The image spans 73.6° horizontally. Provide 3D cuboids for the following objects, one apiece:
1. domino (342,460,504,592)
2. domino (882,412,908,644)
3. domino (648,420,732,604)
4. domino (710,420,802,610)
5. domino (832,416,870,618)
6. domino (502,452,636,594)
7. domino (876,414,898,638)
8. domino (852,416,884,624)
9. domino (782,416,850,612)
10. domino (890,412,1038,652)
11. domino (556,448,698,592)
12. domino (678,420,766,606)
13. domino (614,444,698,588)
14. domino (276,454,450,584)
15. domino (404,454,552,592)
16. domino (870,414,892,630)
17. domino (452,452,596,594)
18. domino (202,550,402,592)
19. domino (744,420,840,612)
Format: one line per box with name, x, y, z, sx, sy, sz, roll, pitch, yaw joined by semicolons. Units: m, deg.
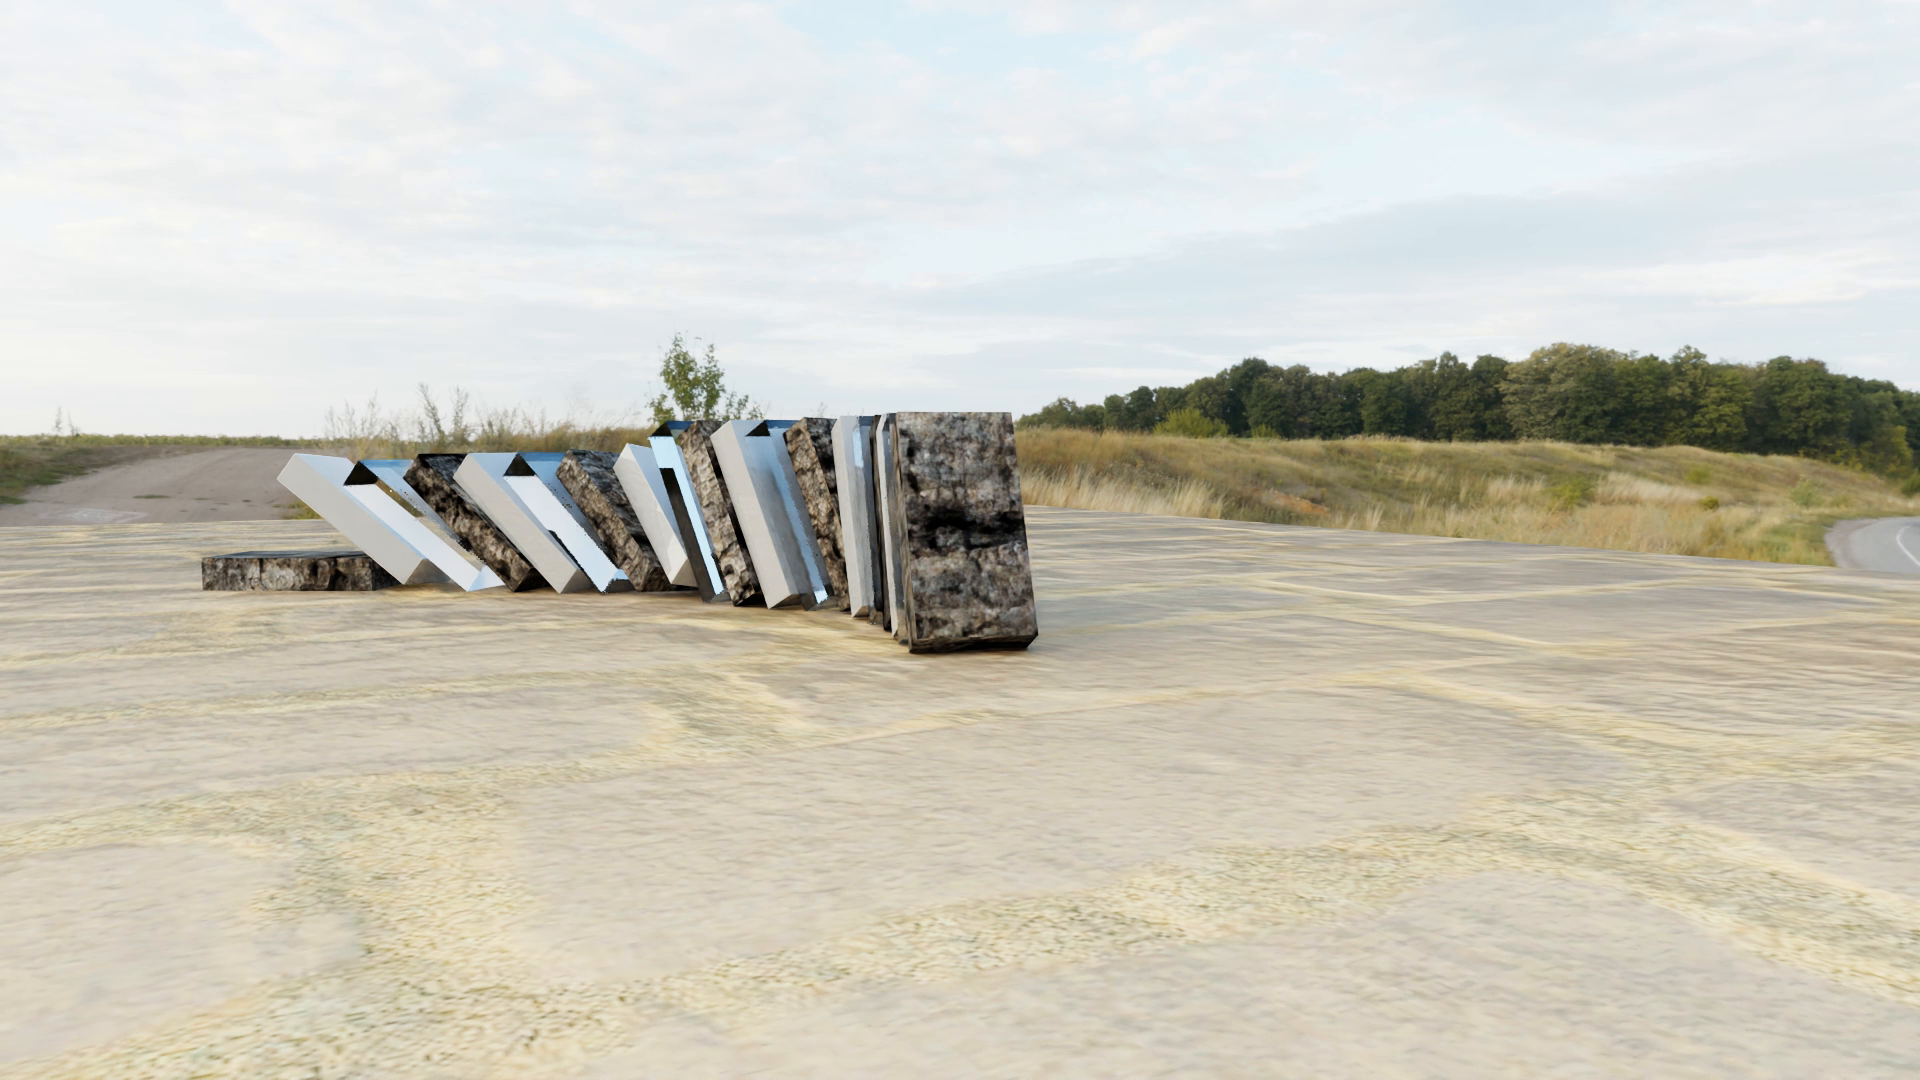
domino;-0.156;-0.005;0.384;0.050;0.010;0.025;38;11;7
domino;-0.002;-0.003;0.280;0.025;0.050;0.009;-1;-21;-13
domino;-0.066;-0.008;0.354;0.010;0.050;0.025;-32;-17;38
domino;-0.047;-0.008;0.343;0.009;0.050;0.025;-32;-17;38
domino;-0.016;-0.006;0.320;0.025;0.050;0.009;-1;-21;-20
domino;-0.108;-0.006;0.376;0.050;0.009;0.025;45;22;19
domino;-0.004;-0.004;0.290;0.025;0.050;0.009;-1;-21;-13
domino;-0.011;-0.005;0.310;0.025;0.050;0.009;-1;-21;-15
domino;-0.027;-0.007;0.334;0.009;0.050;0.025;-32;-19;38
domino;0.000;-0.002;0.269;0.025;0.050;0.010;-1;-21;-13
domino;-0.094;-0.006;0.372;0.050;0.009;0.025;49;25;26
domino;-0.056;-0.008;0.348;0.009;0.050;0.025;-32;-17;38
domino;-0.079;-0.006;0.370;0.025;0.009;0.050;11;34;-45
domino;-0.175;-0.006;0.384;0.050;0.009;0.025;38;5;5
domino;-0.139;-0.006;0.383;0.050;0.009;0.025;43;16;11
domino;-0.007;-0.005;0.300;0.025;0.050;0.009;-1;-21;-13
domino;-0.123;-0.006;0.380;0.050;0.009;0.025;44;18;14
domino;-0.195;0.009;0.384;0.050;0.009;0.025;0;4;2
domino;-0.037;-0.007;0.338;0.009;0.050;0.025;-32;-17;38
